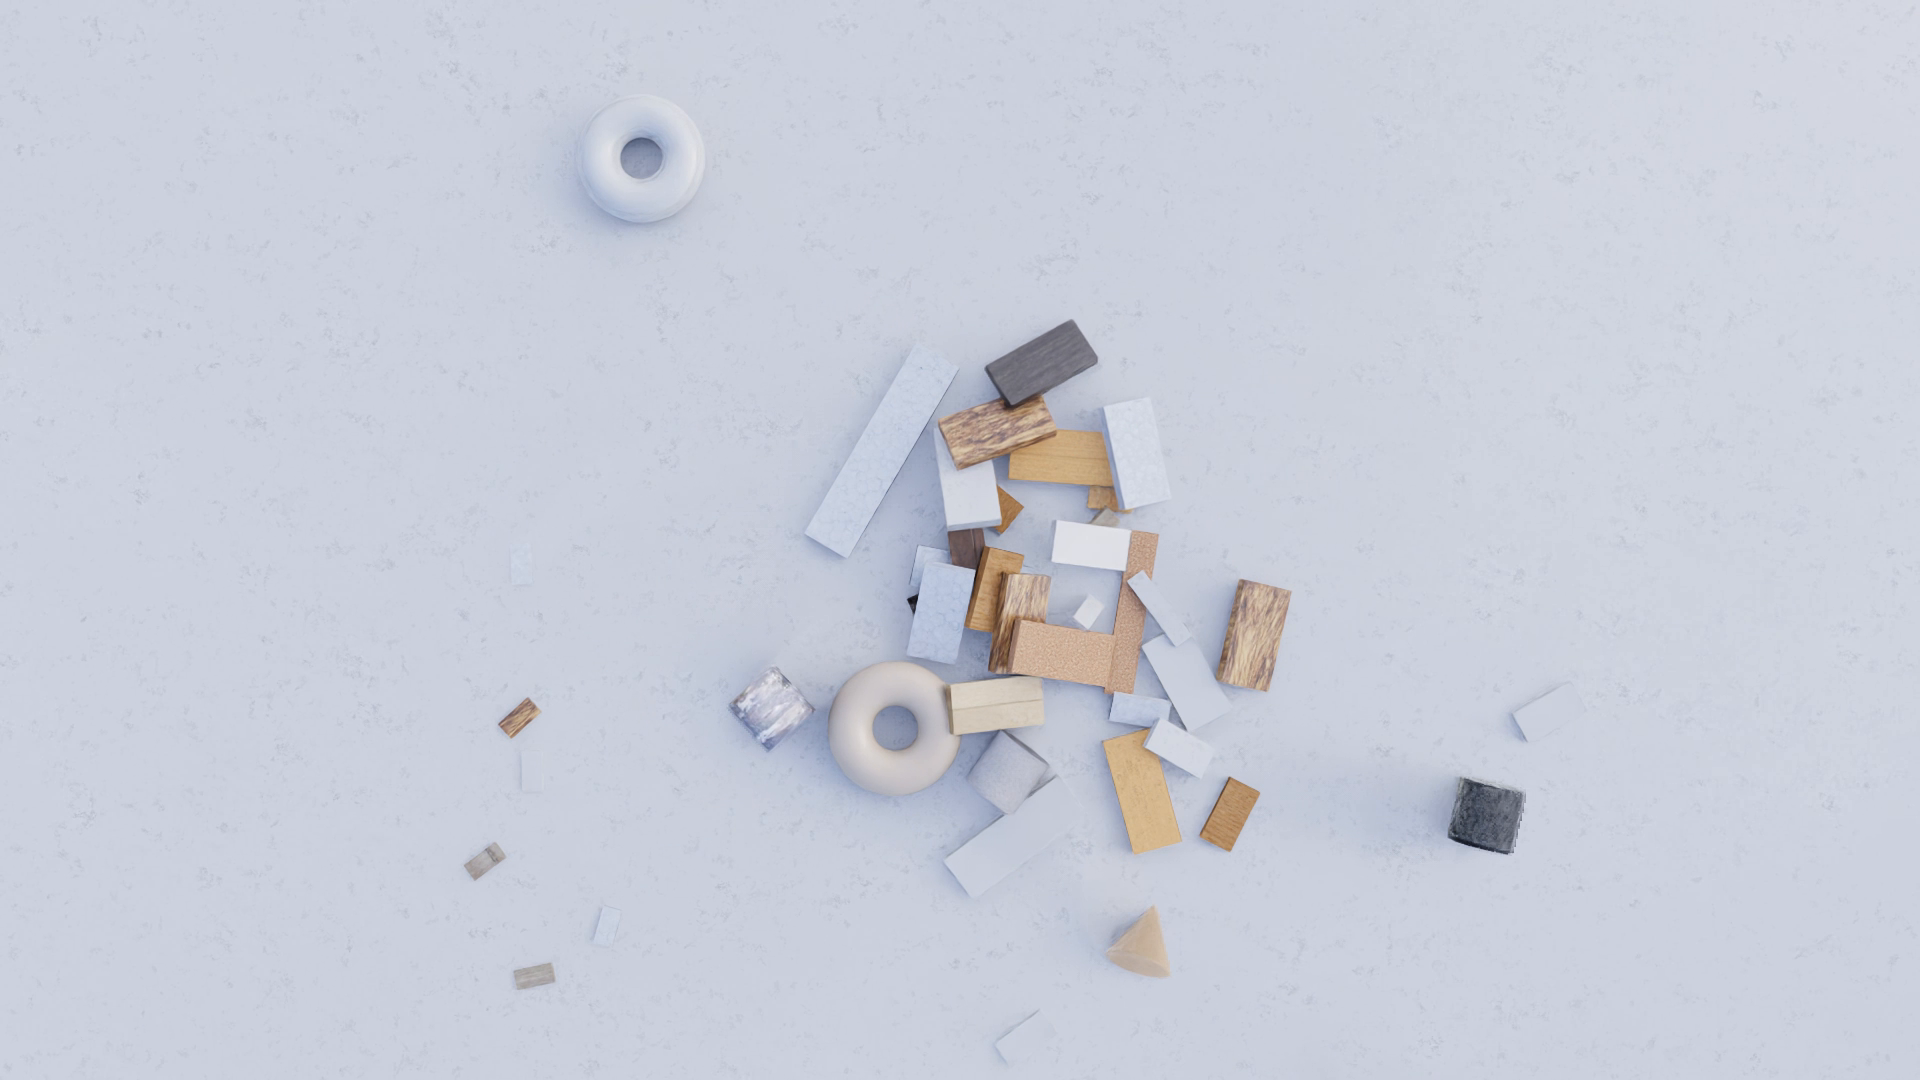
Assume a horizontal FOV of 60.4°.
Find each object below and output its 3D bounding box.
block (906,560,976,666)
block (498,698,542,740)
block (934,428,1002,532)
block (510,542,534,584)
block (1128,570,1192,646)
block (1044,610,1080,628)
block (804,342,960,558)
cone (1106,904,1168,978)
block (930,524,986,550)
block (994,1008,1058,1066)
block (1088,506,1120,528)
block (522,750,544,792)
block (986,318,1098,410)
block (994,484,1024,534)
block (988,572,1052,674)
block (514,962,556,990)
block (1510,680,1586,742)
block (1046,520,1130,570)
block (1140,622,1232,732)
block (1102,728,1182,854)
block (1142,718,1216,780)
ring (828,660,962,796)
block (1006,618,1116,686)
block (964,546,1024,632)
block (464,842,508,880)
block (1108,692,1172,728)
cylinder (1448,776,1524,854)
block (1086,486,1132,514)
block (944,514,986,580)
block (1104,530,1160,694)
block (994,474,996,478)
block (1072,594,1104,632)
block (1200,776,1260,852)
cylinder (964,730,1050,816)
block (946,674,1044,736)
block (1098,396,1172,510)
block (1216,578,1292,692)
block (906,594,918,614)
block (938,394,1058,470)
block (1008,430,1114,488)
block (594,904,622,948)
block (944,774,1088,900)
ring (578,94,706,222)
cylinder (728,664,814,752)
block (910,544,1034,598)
[{"bbox_3d":[-0.063,0.239,5.415,0.165,0.047,0.330,12,112,0],"label":"block"},{"bbox_3d":[-1.465,0.592,5.491,0.133,0.019,0.067,-42,90,0],"label":"block"},{"bbox_3d":[0.023,-0.209,5.405,0.176,0.050,0.352,-7,67,-3],"label":"block"},{"bbox_3d":[-1.458,0.078,5.490,0.070,0.020,0.140,-3,90,0],"label":"block"},{"bbox_3d":[0.659,0.226,5.452,0.065,0.018,0.270,-36,85,-1],"label":"block"},{"bbox_3d":[0.333,0.276,5.491,0.130,0.018,0.065,-9,90,0],"label":"block"},{"bbox_3d":[-0.258,-0.296,5.477,0.166,0.047,0.733,30,90,0],"label":"block"},{"bbox_3d":[0.614,1.299,5.451,0.217,0.217,0.217,21,63,0],"label":"cone"},{"bbox_3d":[-0.025,0.011,5.484,0.116,0.033,0.232,37,90,0],"label":"block"},{"bbox_3d":[0.219,1.655,5.486,0.191,0.027,0.095,-37,90,0],"label":"block"},{"bbox_3d":[0.456,-0.036,5.473,0.149,0.021,0.074,-45,117,0],"label":"block"},{"bbox_3d":[-1.423,0.768,5.491,0.067,0.019,0.133,-1,90,0],"label":"block"},{"bbox_3d":[0.271,-0.578,5.435,0.331,0.047,0.166,-29,74,-7],"label":"block"},{"bbox_3d":[0.087,-0.138,5.484,0.232,0.033,0.116,39,90,0],"label":"block"},{"bbox_3d":[0.196,0.275,5.420,0.165,0.047,0.330,4,98,-30],"label":"block"},{"bbox_3d":[-1.415,1.453,5.491,0.128,0.018,0.064,-12,90,0],"label":"block"},{"bbox_3d":[1.957,0.571,5.484,0.222,0.031,0.111,-29,90,0],"label":"block"},{"bbox_3d":[0.425,0.018,5.430,0.272,0.039,0.136,7,92,-22],"label":"block"},{"bbox_3d":[0.750,0.455,5.477,0.163,0.046,0.327,-29,90,0],"label":"block"},{"bbox_3d":[0.604,0.833,5.477,0.165,0.047,0.387,-16,90,0],"label":"block"},{"bbox_3d":[0.725,0.688,5.455,0.222,0.031,0.111,30,81,-11],"label":"block"},{"bbox_3d":[-0.214,0.620,5.428,0.446,0.149,0.446,0,90,-1],"label":"ring"},{"bbox_3d":[0.333,0.371,5.417,0.345,0.049,0.172,10,90,-20],"label":"block"},{"bbox_3d":[0.112,0.166,5.401,0.136,0.039,0.272,13,93,-31],"label":"block"},{"bbox_3d":[-1.581,1.070,5.491,0.128,0.018,0.064,-36,90,0],"label":"block"},{"bbox_3d":[0.596,0.566,5.471,0.191,0.027,0.095,9,109,0],"label":"block"},{"bbox_3d":[1.720,0.898,5.397,0.205,0.205,0.205,13,90,0],"label":"cylinder"},{"bbox_3d":[0.501,-0.134,5.489,0.149,0.021,0.074,9,90,0],"label":"block"},{"bbox_3d":[0.024,0.019,5.410,0.116,0.033,0.232,-9,95,-5],"label":"block"},{"bbox_3d":[0.569,0.245,5.486,0.095,0.027,0.551,9,90,0],"label":"block"},{"bbox_3d":[0.048,-0.181,5.457,0.140,0.020,0.070,-2,90,0],"label":"block"},{"bbox_3d":[0.423,0.240,5.449,0.065,0.018,0.130,38,48,1],"label":"block"},{"bbox_3d":[0.897,0.912,5.484,0.111,0.031,0.222,27,90,0],"label":"block"},{"bbox_3d":[0.155,0.760,5.400,0.201,0.201,0.201,37,90,0],"label":"cylinder"},{"bbox_3d":[0.116,0.539,5.415,0.327,0.046,0.163,-4,90,-23],"label":"block"},{"bbox_3d":[0.576,-0.286,5.441,0.172,0.049,0.345,-13,93,-19],"label":"block"},{"bbox_3d":[0.972,0.316,5.453,0.172,0.049,0.345,13,89,-15],"label":"block"},{"bbox_3d":[-0.120,0.243,5.491,0.067,0.019,0.133,-24,90,0],"label":"block"},{"bbox_3d":[0.123,-0.369,5.419,0.352,0.050,0.176,-20,69,-9],"label":"block"},{"bbox_3d":[0.343,-0.277,5.475,0.352,0.050,0.176,4,90,0],"label":"block"},{"bbox_3d":[-1.172,1.287,5.491,0.064,0.018,0.128,15,90,0],"label":"block"},{"bbox_3d":[0.184,0.985,5.477,0.473,0.046,0.163,-36,90,0],"label":"block"},{"bbox_3d":[-1.049,-1.257,5.431,0.421,0.140,0.421,0,90,-1],"label":"ring"},{"bbox_3d":[-0.617,0.549,5.398,0.202,0.202,0.202,-42,90,0],"label":"cylinder"},{"bbox_3d":[0.038,0.120,5.455,0.391,0.039,0.136,12,93,-7],"label":"block"}]
